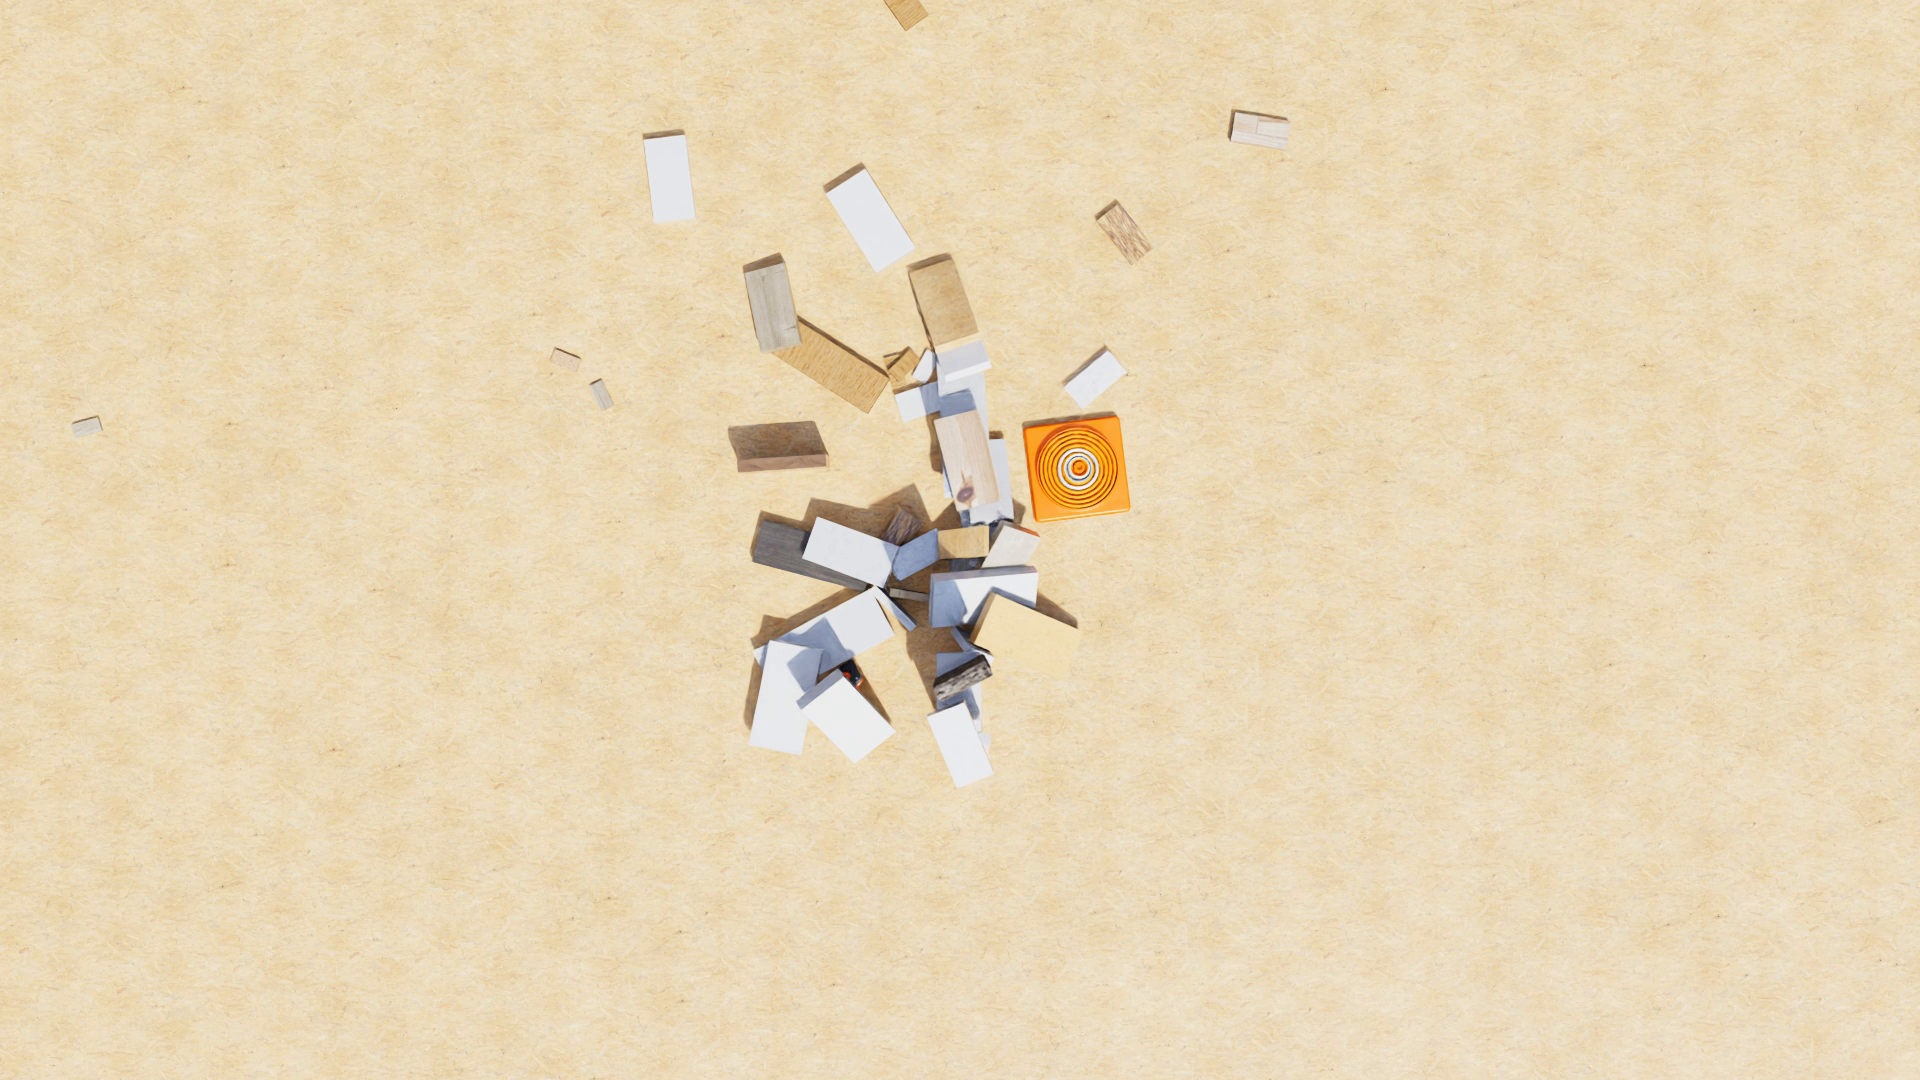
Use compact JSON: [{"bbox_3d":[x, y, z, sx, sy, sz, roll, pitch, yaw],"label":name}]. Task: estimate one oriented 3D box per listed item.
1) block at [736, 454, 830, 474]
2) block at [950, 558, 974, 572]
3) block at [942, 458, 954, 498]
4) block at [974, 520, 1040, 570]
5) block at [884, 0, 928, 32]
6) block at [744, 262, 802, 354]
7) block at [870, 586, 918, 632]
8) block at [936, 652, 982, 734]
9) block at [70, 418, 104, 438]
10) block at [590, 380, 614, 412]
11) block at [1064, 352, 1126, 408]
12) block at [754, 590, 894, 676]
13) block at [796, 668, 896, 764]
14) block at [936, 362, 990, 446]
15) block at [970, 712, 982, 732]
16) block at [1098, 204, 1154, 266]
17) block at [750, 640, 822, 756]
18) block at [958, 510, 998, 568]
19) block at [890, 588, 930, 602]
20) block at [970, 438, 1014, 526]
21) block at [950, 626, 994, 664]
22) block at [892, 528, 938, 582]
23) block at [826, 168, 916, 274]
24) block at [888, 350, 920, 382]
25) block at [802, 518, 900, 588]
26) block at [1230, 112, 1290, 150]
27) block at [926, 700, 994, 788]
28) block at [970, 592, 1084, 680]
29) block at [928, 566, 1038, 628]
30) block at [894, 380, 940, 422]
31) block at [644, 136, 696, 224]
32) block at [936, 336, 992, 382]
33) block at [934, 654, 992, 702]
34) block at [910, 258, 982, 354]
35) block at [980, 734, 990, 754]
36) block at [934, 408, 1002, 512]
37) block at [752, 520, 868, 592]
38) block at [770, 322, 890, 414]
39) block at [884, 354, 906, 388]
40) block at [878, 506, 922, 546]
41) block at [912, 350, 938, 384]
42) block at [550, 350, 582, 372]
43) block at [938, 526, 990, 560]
[{"bbox_3d":[-0.579,-0.249,5.428,0.290,0.145,0.041,-4,90,0],"label":"block"},{"bbox_3d":[0.015,0.094,5.486,0.099,0.028,0.197,4,90,0],"label":"block"},{"bbox_3d":[0.017,-0.290,5.424,0.152,0.043,0.304,-3,70,0],"label":"block"},{"bbox_3d":[0.135,0.080,5.405,0.141,0.040,0.282,19,112,-25],"label":"block"},{"bbox_3d":[-0.198,-1.797,5.487,0.093,0.026,0.186,-35,90,0],"label":"block"},{"bbox_3d":[-0.616,-0.765,5.453,0.137,0.039,0.274,-13,82,8],"label":"block"},{"bbox_3d":[-0.218,0.221,5.451,0.191,0.095,0.027,45,94,0],"label":"block"},{"bbox_3d":[-0.003,0.493,5.205,0.138,0.039,0.275,-1,90,0],"label":"block"},{"bbox_3d":[-2.907,-0.374,5.493,0.093,0.013,0.046,-16,90,0],"label":"block"},{"bbox_3d":[-1.193,-0.480,5.493,0.046,0.013,0.093,-26,90,0],"label":"block"},{"bbox_3d":[0.449,-0.532,5.486,0.191,0.027,0.095,-40,90,0],"label":"block"},{"bbox_3d":[-0.451,0.341,5.476,0.441,0.049,0.172,-28,90,0],"label":"block"},{"bbox_3d":[-0.369,0.575,5.366,0.172,0.049,0.345,-38,132,0],"label":"block"},{"bbox_3d":[0.010,-0.439,5.421,0.152,0.043,0.304,-4,74,-1],"label":"block"},{"bbox_3d":[0.004,0.557,5.065,0.120,0.239,0.034,1,90,0],"label":"block"},{"bbox_3d":[0.550,-1.016,5.487,0.093,0.026,0.186,-38,90,0],"label":"block"},{"bbox_3d":[-0.572,0.517,5.427,0.175,0.049,0.349,11,90,0],"label":"block"},{"bbox_3d":[0.076,-0.061,5.460,0.141,0.040,0.282,-12,84,-4],"label":"block"},{"bbox_3d":[-0.135,0.186,5.452,0.191,0.095,0.027,10,90,0],"label":"block"},{"bbox_3d":[0.093,-0.191,5.431,0.141,0.040,0.282,-5,70,-1],"label":"block"},{"bbox_3d":[0.040,0.343,5.393,0.095,0.191,0.027,24,101,-22],"label":"block"},{"bbox_3d":[-0.142,0.049,5.457,0.197,0.028,0.099,-28,90,-17],"label":"block"},{"bbox_3d":[-0.296,-1.056,5.478,0.154,0.044,0.309,-33,90,0],"label":"block"},{"bbox_3d":[-0.185,-0.578,5.480,0.051,0.015,0.103,46,78,-6],"label":"block"},{"bbox_3d":[-0.356,0.041,5.413,0.290,0.041,0.145,20,90,10],"label":"block"},{"bbox_3d":[0.999,-1.358,5.487,0.186,0.026,0.093,9,90,0],"label":"block"},{"bbox_3d":[0.002,0.610,4.935,0.120,0.034,0.239,-22,100,5],"label":"block"},{"bbox_3d":[0.219,0.316,5.408,0.349,0.049,0.175,24,90,-23],"label":"block"},{"bbox_3d":[0.076,0.184,5.393,0.349,0.049,0.175,-5,120,-14],"label":"block"},{"bbox_3d":[-0.113,-0.466,5.486,0.191,0.027,0.095,-18,90,0],"label":"block"},{"bbox_3d":[-0.962,-1.197,5.481,0.137,0.039,0.274,-7,90,0],"label":"block"},{"bbox_3d":[-0.017,-0.676,5.411,0.154,0.044,0.309,-18,63,0],"label":"block"},{"bbox_3d":[0.009,0.417,5.013,0.172,0.345,0.049,-27,90,0],"label":"block"},{"bbox_3d":[-0.049,-0.768,5.411,0.154,0.044,0.309,-18,63,0],"label":"block"},{"bbox_3d":[0.029,0.660,5.227,0.120,0.554,0.034,2,77,0],"label":"block"},{"bbox_3d":[0.027,-0.257,5.334,0.152,0.043,0.304,-14,87,-1],"label":"block"},{"bbox_3d":[-0.484,0.052,5.479,0.386,0.041,0.145,15,90,0],"label":"block"},{"bbox_3d":[-0.434,-0.580,5.481,0.387,0.039,0.137,32,90,0],"label":"block"},{"bbox_3d":[-0.215,-0.562,5.493,0.051,0.015,0.103,-16,90,0],"label":"block"},{"bbox_3d":[-0.215,-0.001,5.461,0.099,0.028,0.197,32,88,-29],"label":"block"},{"bbox_3d":[-0.112,-0.577,5.493,0.051,0.015,0.103,29,90,0],"label":"block"},{"bbox_3d":[-1.313,-0.596,5.493,0.093,0.013,0.046,22,90,0],"label":"block"},{"bbox_3d":[0.011,0.011,5.401,0.191,0.027,0.095,-6,79,38],"label":"block"}]
